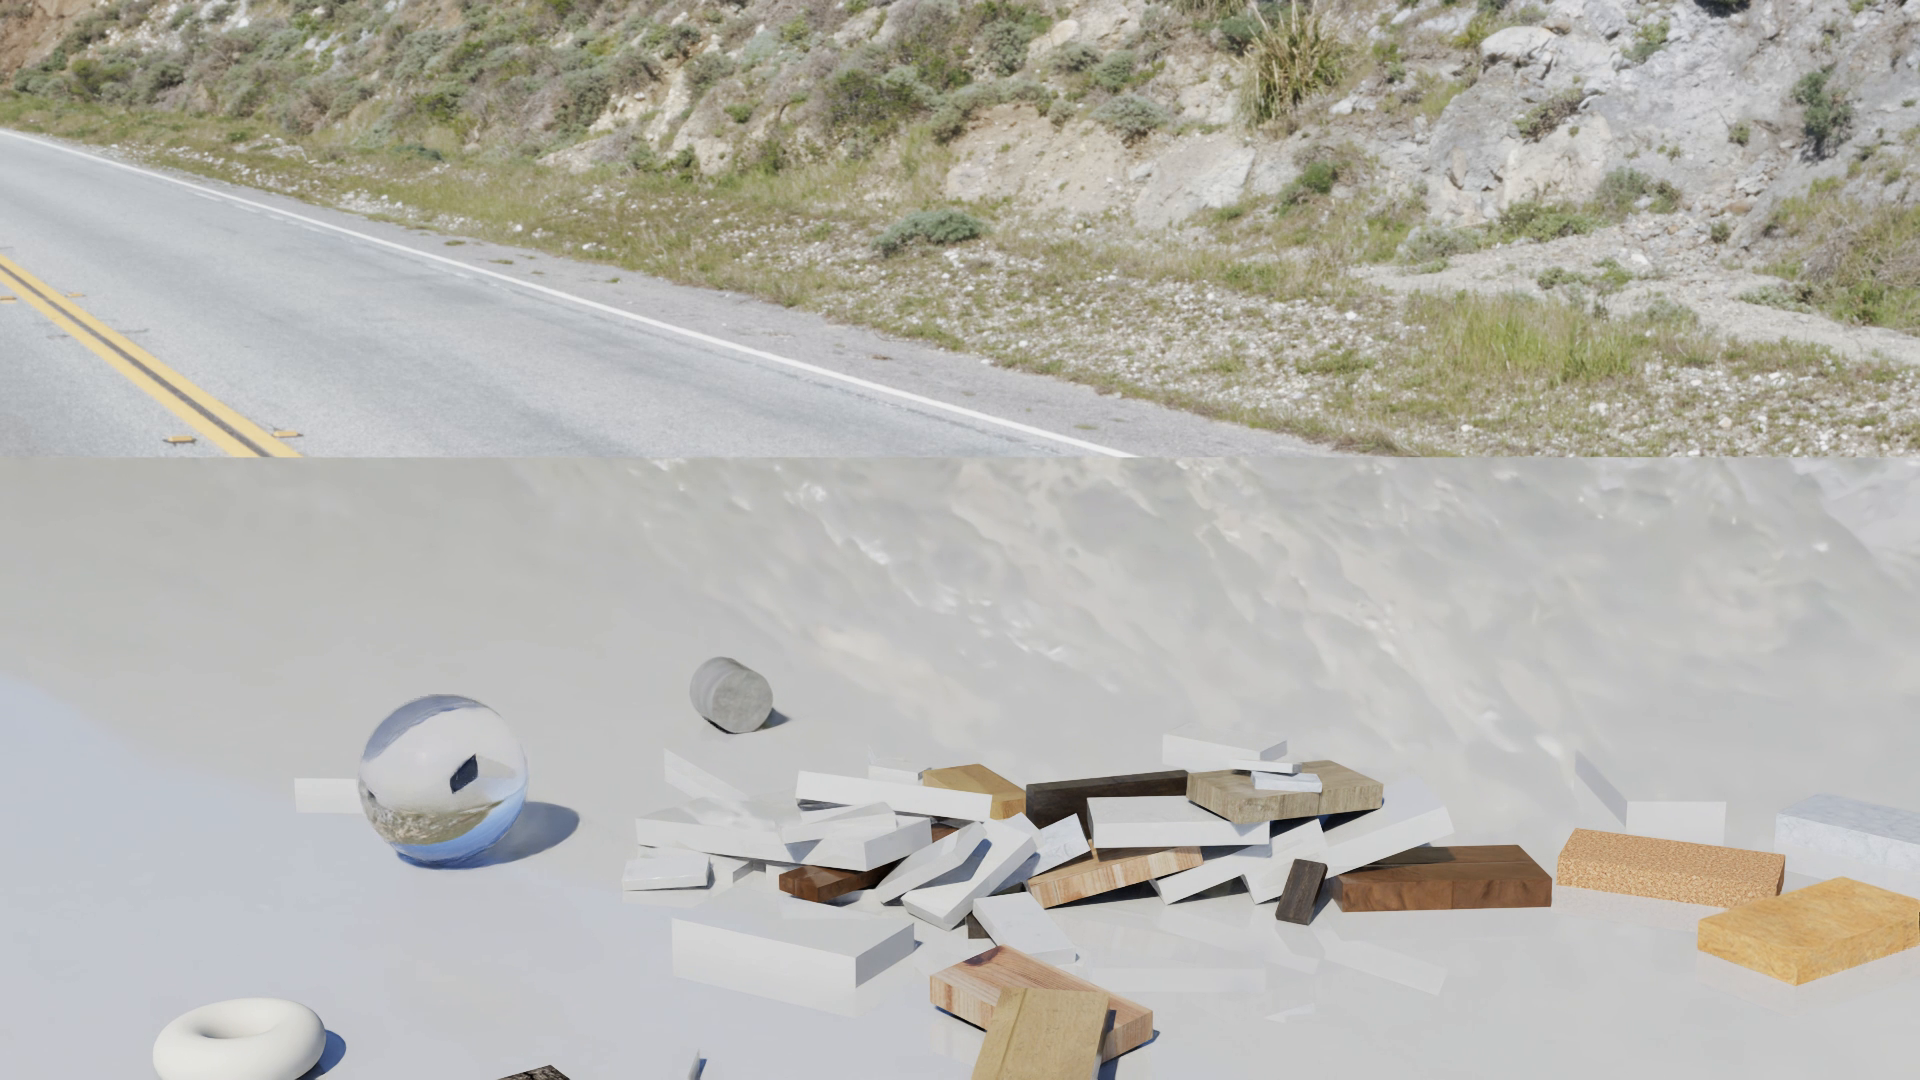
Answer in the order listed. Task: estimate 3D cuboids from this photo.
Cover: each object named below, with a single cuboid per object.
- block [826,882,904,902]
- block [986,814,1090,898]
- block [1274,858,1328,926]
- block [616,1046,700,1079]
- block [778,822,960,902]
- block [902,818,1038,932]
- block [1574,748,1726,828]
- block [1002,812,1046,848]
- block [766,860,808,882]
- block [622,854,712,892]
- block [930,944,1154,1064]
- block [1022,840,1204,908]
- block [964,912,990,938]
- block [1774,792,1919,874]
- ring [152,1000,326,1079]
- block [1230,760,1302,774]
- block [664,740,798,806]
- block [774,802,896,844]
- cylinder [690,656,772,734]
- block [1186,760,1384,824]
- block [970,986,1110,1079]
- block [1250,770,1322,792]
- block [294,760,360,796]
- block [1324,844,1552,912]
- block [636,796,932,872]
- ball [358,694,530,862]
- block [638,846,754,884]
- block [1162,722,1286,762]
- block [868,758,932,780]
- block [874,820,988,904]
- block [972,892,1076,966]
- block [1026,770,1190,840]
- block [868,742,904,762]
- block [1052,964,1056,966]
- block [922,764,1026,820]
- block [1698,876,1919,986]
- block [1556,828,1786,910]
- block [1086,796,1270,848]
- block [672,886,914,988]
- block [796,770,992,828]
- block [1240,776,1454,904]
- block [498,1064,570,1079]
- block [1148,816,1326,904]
[{"bbox_3d":[-0.160,0.581,3.665,0.129,0.018,0.064,-1,11,-6],"label":"block"},{"bbox_3d":[0.110,0.530,3.669,0.211,0.030,0.105,-25,13,2],"label":"block"},{"bbox_3d":[0.553,0.569,3.557,0.054,0.015,0.109,6,53,29],"label":"block"},{"bbox_3d":[-0.405,0.719,2.902,0.093,0.026,0.185,0,11,3],"label":"block"},{"bbox_3d":[-0.134,0.542,3.713,0.093,0.026,0.378,10,15,42],"label":"block"},{"bbox_3d":[0.016,0.542,3.574,0.211,0.030,0.105,-39,33,-27],"label":"block"},{"bbox_3d":[1.308,0.469,4.184,0.179,0.051,0.358,0,11,1],"label":"block"},{"bbox_3d":[0.031,0.531,3.670,0.211,0.030,0.105,-27,15,-9],"label":"block"},{"bbox_3d":[-0.241,0.556,3.778,0.185,0.026,0.093,-1,11,-6],"label":"block"},{"bbox_3d":[-0.495,0.561,3.709,0.141,0.020,0.071,-4,20,1],"label":"block"},{"bbox_3d":[0.112,0.660,3.111,0.148,0.042,0.297,-15,20,-41],"label":"block"},{"bbox_3d":[0.248,0.537,3.666,0.286,0.041,0.143,-15,12,-5],"label":"block"},{"bbox_3d":[0.041,0.607,3.526,0.064,0.018,0.129,-1,11,-3],"label":"block"},{"bbox_3d":[1.651,0.526,3.877,0.179,0.051,0.358,-10,15,-44],"label":"block"},{"bbox_3d":[-0.972,0.683,2.970,0.224,0.075,0.224,-1,9,0],"label":"ring"},{"bbox_3d":[0.510,0.377,3.669,0.109,0.015,0.054,2,-4,26],"label":"block"},{"bbox_3d":[-0.442,0.458,4.287,0.121,0.034,0.384,-6,12,-31],"label":"block"},{"bbox_3d":[-0.209,0.472,3.675,0.190,0.027,0.095,-6,6,-11],"label":"block"},{"bbox_3d":[-0.489,0.330,4.694,0.137,0.137,0.137,-5,12,-26],"label":"cylinder"},{"bbox_3d":[0.543,0.419,3.676,0.295,0.042,0.148,-2,12,-29],"label":"block"},{"bbox_3d":[0.109,0.669,2.883,0.148,0.042,0.297,2,12,9],"label":"block"},{"bbox_3d":[0.538,0.398,3.630,0.109,0.015,0.054,4,11,-1],"label":"block"},{"bbox_3d":[-1.149,0.462,4.262,0.242,0.034,0.121,0,11,3],"label":"block"},{"bbox_3d":[0.789,0.564,3.674,0.347,0.049,0.174,-1,11,-4],"label":"block"},{"bbox_3d":[-0.312,0.505,3.809,0.545,0.048,0.169,-1,7,39],"label":"block"},{"bbox_3d":[-0.896,0.414,3.821,0.290,0.290,0.290,0,11,0],"label":"ball"},{"bbox_3d":[-0.455,0.558,3.786,0.188,0.020,0.071,5,11,24],"label":"block"},{"bbox_3d":[0.541,0.419,4.504,0.226,0.032,0.113,8,13,36],"label":"block"},{"bbox_3d":[-0.119,0.455,4.354,0.113,0.016,0.056,6,12,28],"label":"block"},{"bbox_3d":[-0.048,0.524,3.582,0.190,0.027,0.095,-32,7,37],"label":"block"},{"bbox_3d":[0.099,0.608,3.427,0.095,0.027,0.190,-4,19,-21],"label":"block"},{"bbox_3d":[0.260,0.488,3.815,0.295,0.148,0.042,-3,11,-17],"label":"block"},{"bbox_3d":[-0.150,0.435,4.462,0.056,0.016,0.112,-2,11,-11],"label":"block"},{"bbox_3d":[0.094,0.657,3.256,0.064,0.018,0.129,3,11,16],"label":"block"},{"bbox_3d":[0.034,0.479,4.174,0.121,0.034,0.242,-5,12,-25],"label":"block"},{"bbox_3d":[1.345,0.607,3.437,0.358,0.051,0.179,-7,12,-33],"label":"block"},{"bbox_3d":[1.201,0.557,3.713,0.347,0.049,0.174,5,12,24],"label":"block"},{"bbox_3d":[0.359,0.466,3.649,0.286,0.041,0.143,-1,11,-1],"label":"block"},{"bbox_3d":[-0.260,0.613,3.414,0.338,0.048,0.169,6,12,29],"label":"block"},{"bbox_3d":[-0.117,0.468,3.895,0.338,0.048,0.169,7,-16,0],"label":"block"},{"bbox_3d":[0.636,0.501,3.693,0.347,0.049,0.174,-20,11,1],"label":"block"},{"bbox_3d":[-0.600,0.733,2.812,0.226,0.032,0.113,-8,13,-36],"label":"block"},{"bbox_3d":[0.454,0.518,3.688,0.286,0.041,0.143,-21,12,-4],"label":"block"}]
